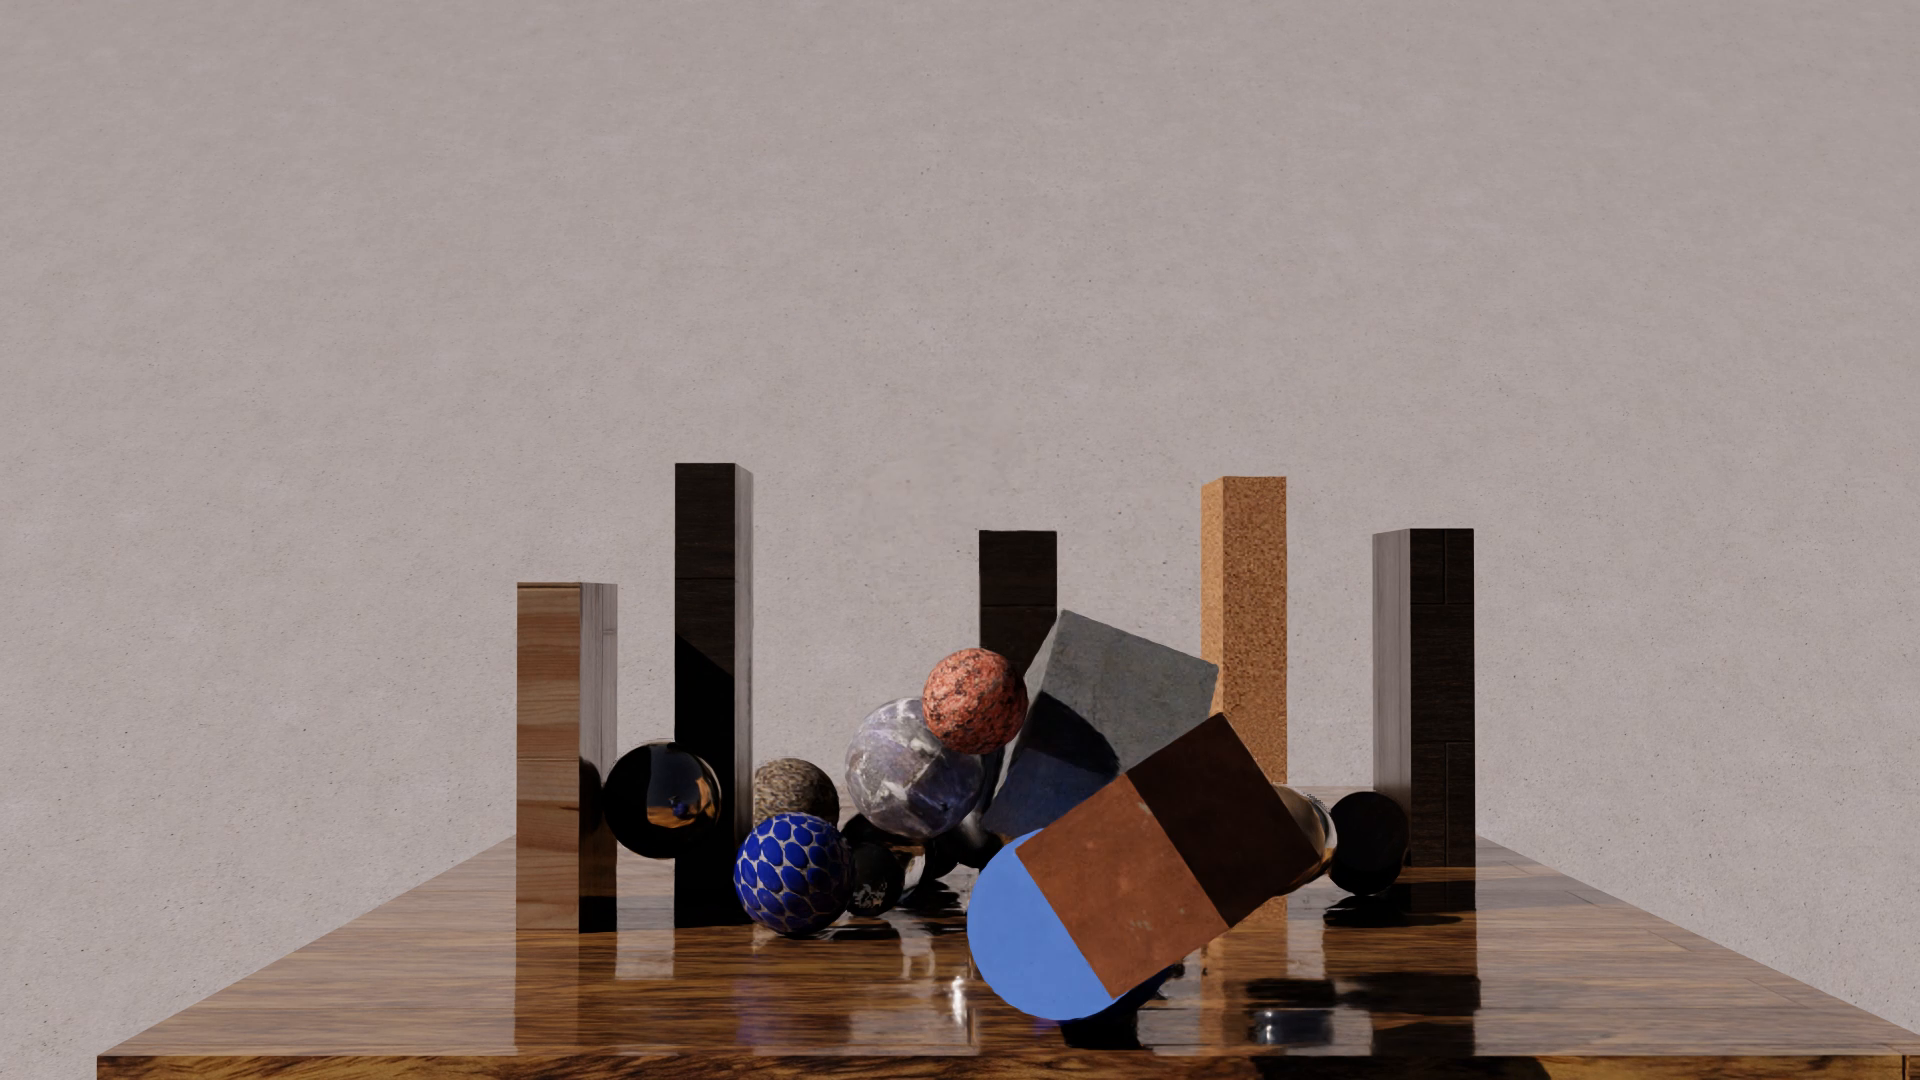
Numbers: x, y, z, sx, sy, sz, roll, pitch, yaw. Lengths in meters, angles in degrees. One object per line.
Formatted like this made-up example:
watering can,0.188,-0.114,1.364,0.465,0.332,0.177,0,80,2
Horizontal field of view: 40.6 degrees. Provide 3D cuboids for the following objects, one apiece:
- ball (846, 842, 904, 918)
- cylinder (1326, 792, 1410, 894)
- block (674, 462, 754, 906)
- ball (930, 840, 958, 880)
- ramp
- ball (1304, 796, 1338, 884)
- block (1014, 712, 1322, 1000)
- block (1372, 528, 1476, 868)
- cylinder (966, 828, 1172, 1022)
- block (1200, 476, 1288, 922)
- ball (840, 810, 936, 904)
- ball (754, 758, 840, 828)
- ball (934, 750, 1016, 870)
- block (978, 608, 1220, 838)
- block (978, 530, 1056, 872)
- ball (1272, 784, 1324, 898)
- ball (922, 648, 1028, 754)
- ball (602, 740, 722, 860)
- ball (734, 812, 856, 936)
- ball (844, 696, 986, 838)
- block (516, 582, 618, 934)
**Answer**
ball,-0.142,0.523,3.994,0.115,0.115,0.115,0,34,0
cylinder,0.664,0.498,4.256,0.135,0.135,0.135,-2,66,4
block,-0.409,0.234,4.344,0.097,0.708,0.374,0,-1,0
ball,-0.056,0.530,4.518,0.124,0.124,0.124,0,34,0
ramp,0.074,0.648,4.778,2.000,0.100,4.000,0,-1,0
ball,0.494,0.448,3.872,0.139,0.139,0.139,0,34,0
block,0.216,0.328,2.704,0.185,0.185,0.185,-25,79,-49
block,0.881,0.293,4.953,0.117,0.618,0.433,0,-1,0
cylinder,0.130,0.435,2.916,0.208,0.208,0.208,9,-9,13
block,0.449,0.245,4.129,0.097,0.675,0.365,0,-1,0
ball,-0.119,0.503,4.158,0.162,0.162,0.162,0,34,0
ball,-0.319,0.504,4.850,0.191,0.191,0.191,0,34,0
ball,0.046,0.451,4.356,0.204,0.204,0.204,0,34,0
block,0.164,0.244,3.075,0.199,0.199,0.199,20,54,-4
block,0.101,0.290,4.598,0.132,0.607,0.275,0,-1,0
ball,0.356,0.347,3.002,0.131,0.131,0.131,0,34,0
ball,0.017,0.182,2.935,0.121,0.121,0.121,0,34,0
ball,-0.465,0.407,4.061,0.186,0.186,0.186,0,34,0
ball,-0.240,0.486,3.772,0.179,0.179,0.179,0,34,0
ball,-0.053,0.271,3.099,0.170,0.170,0.170,0,34,0
block,-0.604,0.324,4.012,0.092,0.514,0.424,0,-1,0
